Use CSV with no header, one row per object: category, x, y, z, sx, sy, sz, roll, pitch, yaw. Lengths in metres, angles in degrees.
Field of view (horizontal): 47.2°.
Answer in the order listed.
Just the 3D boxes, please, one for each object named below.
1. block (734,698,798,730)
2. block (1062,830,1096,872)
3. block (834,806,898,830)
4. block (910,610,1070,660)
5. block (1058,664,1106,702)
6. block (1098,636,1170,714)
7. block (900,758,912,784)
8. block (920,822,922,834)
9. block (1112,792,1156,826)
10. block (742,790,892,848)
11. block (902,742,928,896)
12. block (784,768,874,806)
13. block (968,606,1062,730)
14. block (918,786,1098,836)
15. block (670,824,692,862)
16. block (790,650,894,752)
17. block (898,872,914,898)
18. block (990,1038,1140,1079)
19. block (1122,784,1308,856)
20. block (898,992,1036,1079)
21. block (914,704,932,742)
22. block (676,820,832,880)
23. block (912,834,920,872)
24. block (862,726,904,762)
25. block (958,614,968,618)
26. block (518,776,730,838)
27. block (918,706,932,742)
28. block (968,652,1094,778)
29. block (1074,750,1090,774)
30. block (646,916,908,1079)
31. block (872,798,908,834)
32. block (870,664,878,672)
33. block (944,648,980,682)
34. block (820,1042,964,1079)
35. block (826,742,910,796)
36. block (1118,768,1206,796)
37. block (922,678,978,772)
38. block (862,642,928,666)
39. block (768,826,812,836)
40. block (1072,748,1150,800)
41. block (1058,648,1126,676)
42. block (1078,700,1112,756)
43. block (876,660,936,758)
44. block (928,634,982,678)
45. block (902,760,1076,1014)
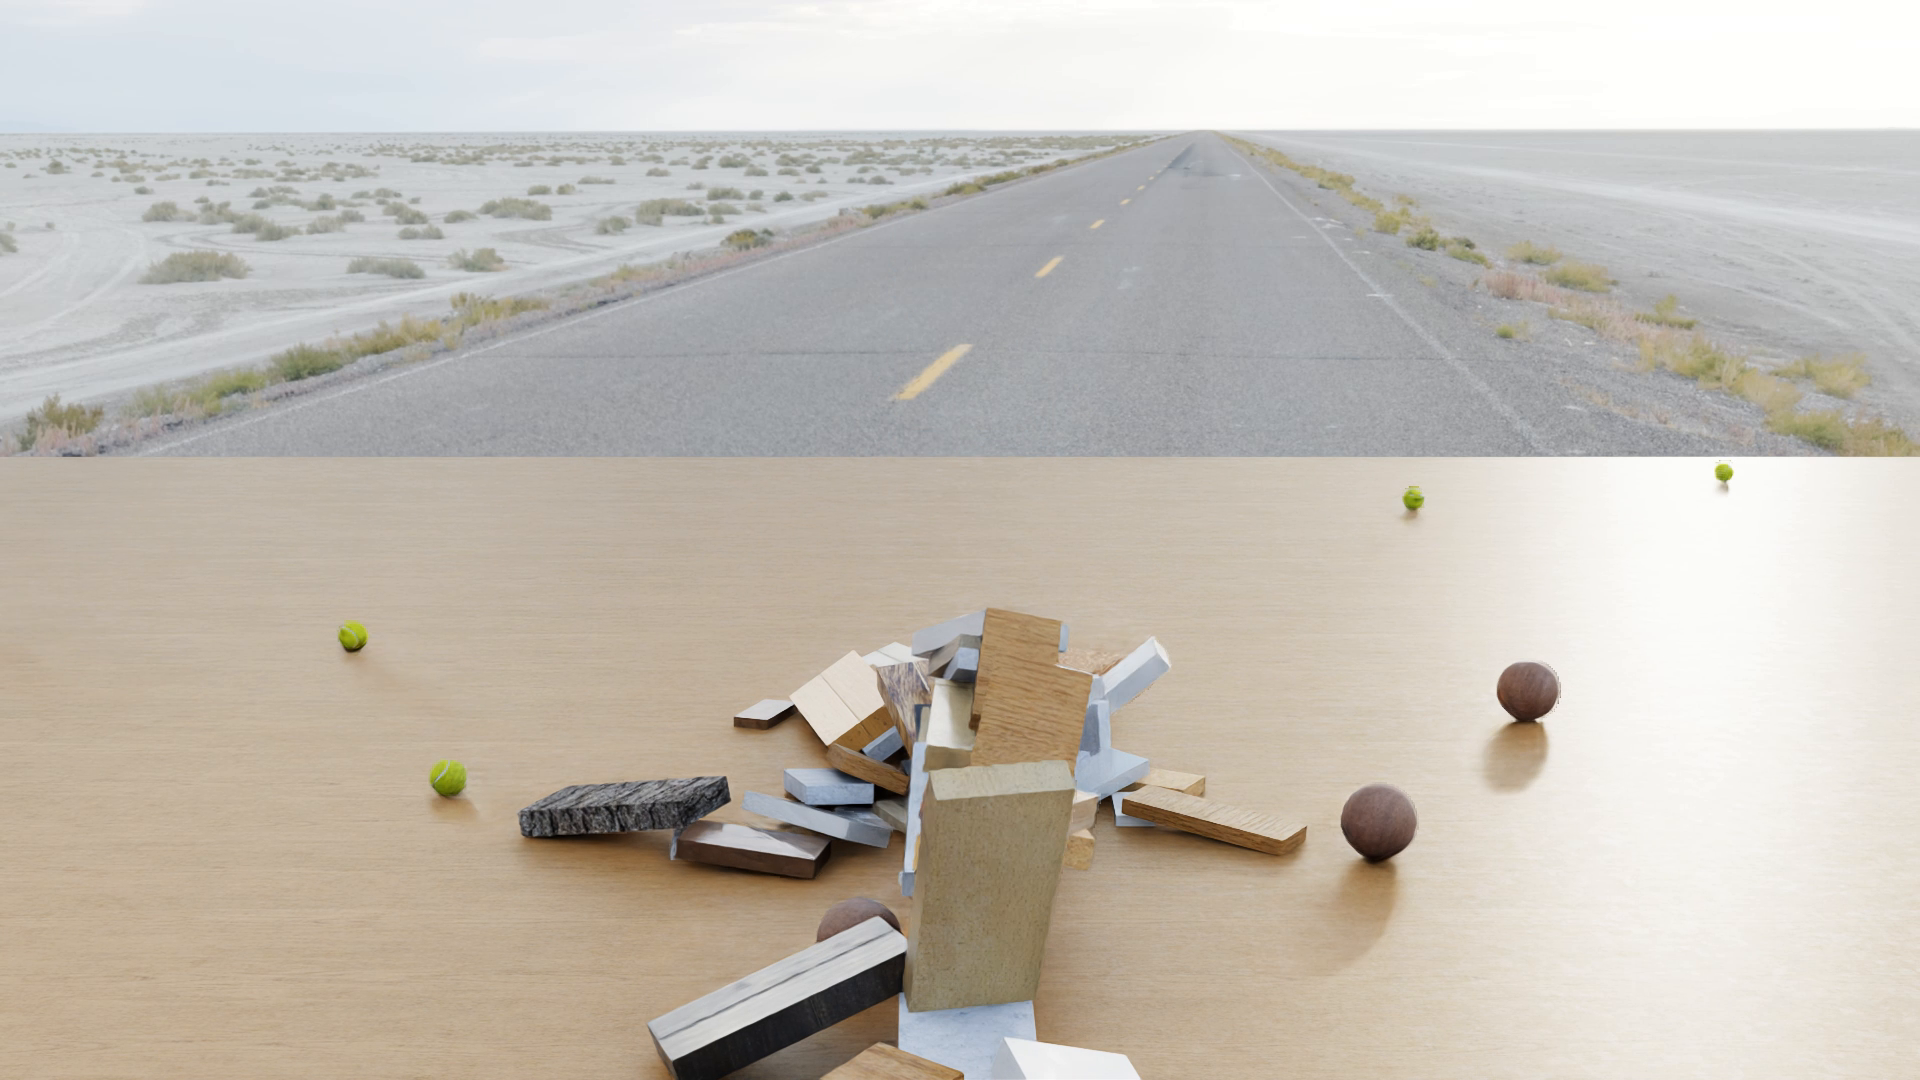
block,-0.419,0.377,4.755,0.079,0.022,0.158,4,11,20
block,0.094,0.438,3.386,0.169,0.048,0.338,12,2,-6
block,-0.169,0.511,4.043,0.130,0.018,0.065,2,11,8
block,0.054,0.193,4.202,0.170,0.048,0.340,13,-14,-23
block,0.157,0.292,4.430,0.146,0.041,0.292,-12,9,-24
block,0.301,0.320,4.525,0.292,0.041,0.146,-39,7,8
block,-0.059,0.450,4.107,0.068,0.019,0.136,-9,29,-15
block,-0.006,0.534,3.570,0.116,0.033,0.232,5,37,-3
block,0.322,0.501,4.094,0.072,0.021,0.145,0,11,0
block,-0.258,0.498,3.928,0.249,0.035,0.122,10,-8,37
block,0.000,0.478,3.743,0.178,0.050,0.356,6,31,-2
block,-0.249,0.462,4.134,0.125,0.035,0.250,0,1,-14
block,0.099,0.237,3.893,0.138,0.039,0.276,11,40,-1
block,0.077,0.390,3.215,0.169,0.048,0.338,13,2,18
block,-0.474,0.536,3.898,0.068,0.019,0.136,-1,12,-3
block,-0.237,0.346,4.612,0.173,0.049,0.409,-36,17,-6
block,-0.024,0.573,3.703,0.145,0.021,0.072,-3,11,-18
block,0.172,0.711,2.585,0.172,0.049,0.345,14,16,-22
block,0.458,0.505,3.978,0.320,0.029,0.104,12,15,31
block,0.013,0.719,2.656,0.177,0.050,0.716,0,16,-1
block,-0.034,0.426,3.989,0.072,0.021,0.403,3,31,-7
block,-0.356,0.534,3.803,0.244,0.035,0.122,7,10,9
block,0.028,0.476,3.177,0.169,0.048,0.408,7,-12,3
block,-0.161,0.381,4.523,0.125,0.035,0.250,-36,17,-6
block,0.017,0.226,5.545,0.107,0.030,0.213,5,12,25
block,-0.606,0.480,3.968,0.340,0.048,0.170,-6,7,24
block,0.008,0.431,3.920,0.178,0.050,0.356,7,31,-1
block,0.111,0.350,3.705,0.172,0.049,0.345,13,46,2
block,0.120,0.468,4.106,0.079,0.022,0.353,7,22,33
block,-0.237,0.627,2.987,0.355,0.050,0.177,-23,11,-16
block,-0.089,0.505,3.975,0.068,0.019,0.192,-5,12,-26
block,-0.207,0.327,4.789,0.107,0.030,0.213,-22,15,-11
block,0.050,0.251,4.086,0.138,0.039,0.276,8,-13,-5
block,-0.165,0.704,2.584,0.146,0.041,0.351,8,22,43
block,-0.177,0.432,4.166,0.125,0.035,0.250,22,-4,-9
block,0.357,0.468,4.245,0.208,0.029,0.104,6,12,30
block,0.034,0.336,3.902,0.178,0.050,0.356,7,15,0
block,-0.143,0.283,4.961,0.107,0.030,0.451,-24,7,-11
block,-0.330,0.534,3.922,0.131,0.018,0.065,-2,11,-13
block,0.253,0.456,4.186,0.208,0.029,0.104,-22,24,-39
block,0.203,0.301,4.822,0.173,0.049,0.347,7,12,32
block,0.193,0.379,4.382,0.244,0.122,0.035,-1,4,42
block,-0.017,0.371,4.185,0.170,0.048,0.490,-8,28,-14
block,0.035,0.230,4.174,0.138,0.039,0.276,10,-14,-11
block,0.031,0.447,2.800,0.172,0.416,0.049,-3,42,-12
